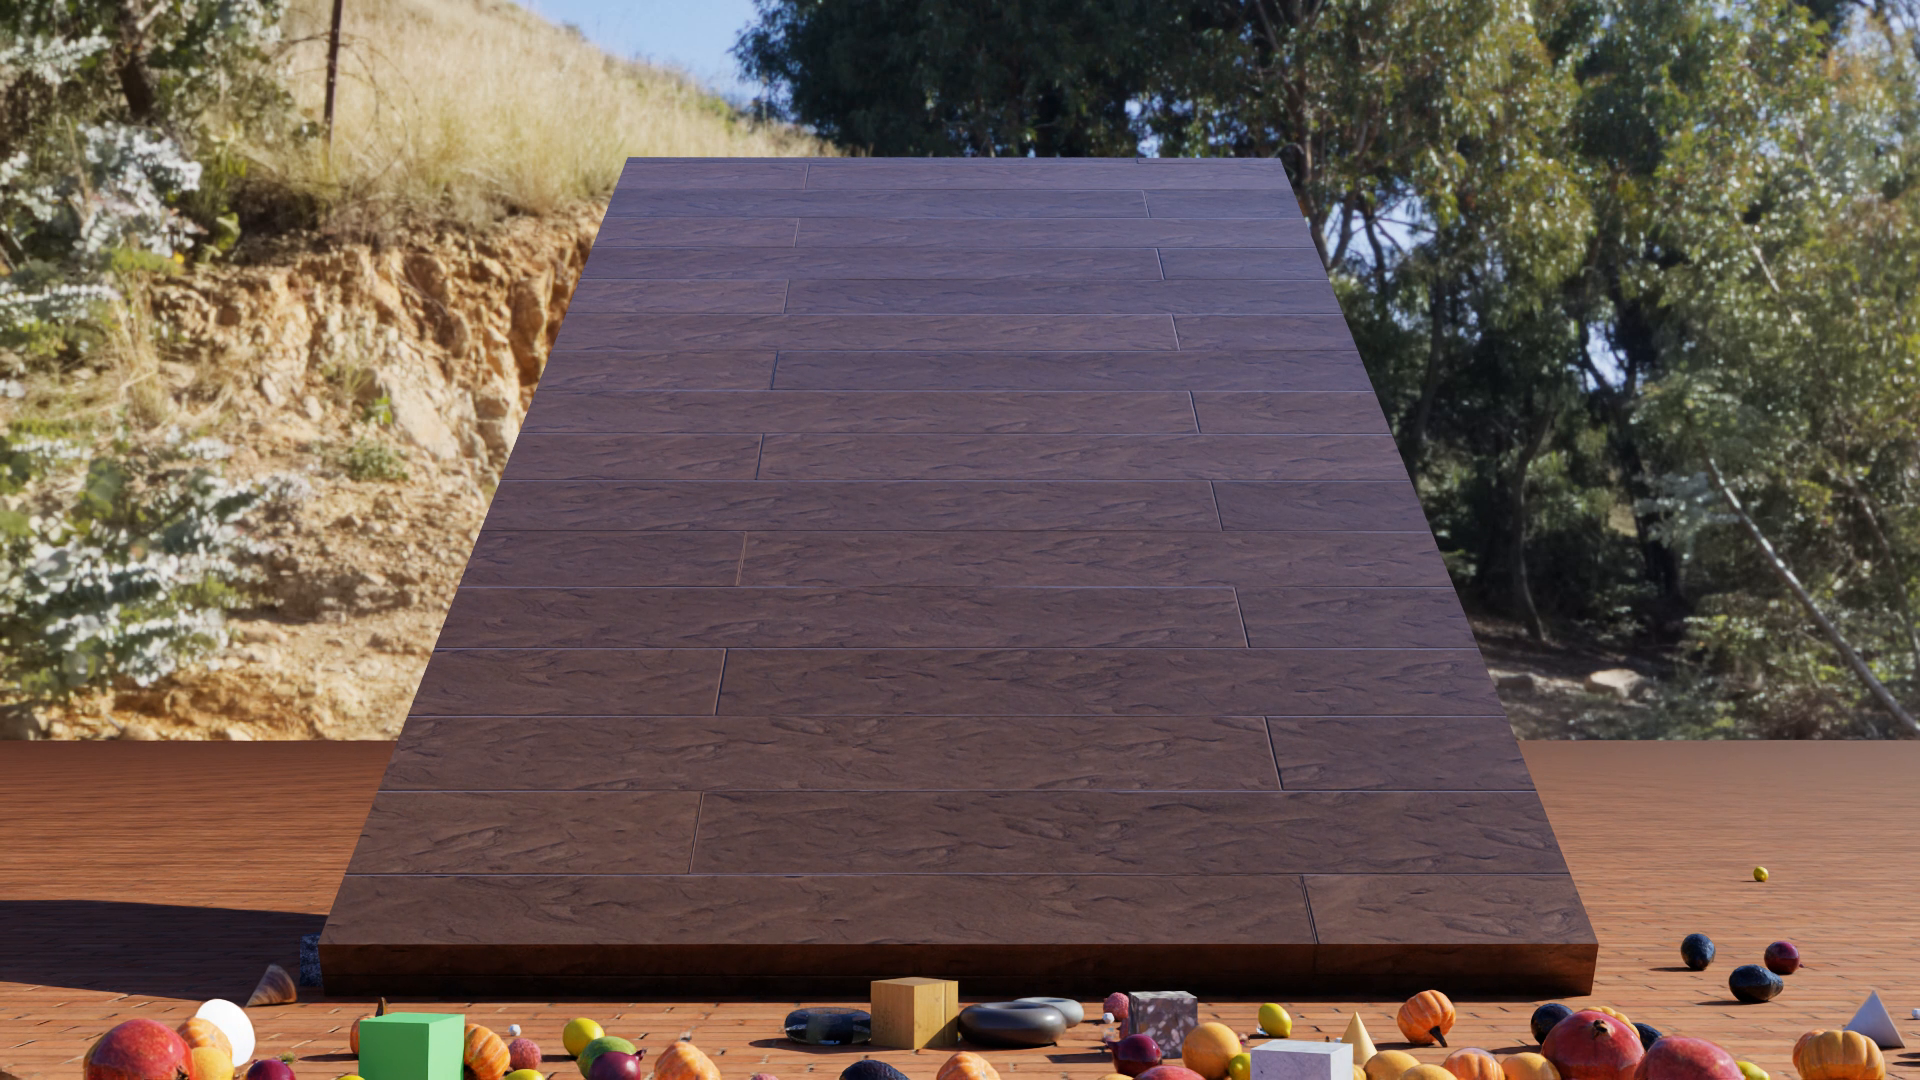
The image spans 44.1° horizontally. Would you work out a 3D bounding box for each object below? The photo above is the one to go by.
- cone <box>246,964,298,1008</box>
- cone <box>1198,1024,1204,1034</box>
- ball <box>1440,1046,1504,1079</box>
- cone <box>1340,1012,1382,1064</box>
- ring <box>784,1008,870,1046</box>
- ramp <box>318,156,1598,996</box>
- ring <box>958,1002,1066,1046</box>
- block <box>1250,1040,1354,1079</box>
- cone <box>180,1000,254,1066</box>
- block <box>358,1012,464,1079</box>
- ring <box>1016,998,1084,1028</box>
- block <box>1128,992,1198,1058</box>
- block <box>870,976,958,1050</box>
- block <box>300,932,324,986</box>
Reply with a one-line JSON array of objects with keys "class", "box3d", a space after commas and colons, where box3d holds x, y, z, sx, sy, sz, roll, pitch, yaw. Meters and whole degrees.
[{"class": "cone", "box3d": [-1.060, 0.693, 3.607, 0.070, 0.070, 0.070, -4, 20, 44]}, {"class": "cone", "box3d": [0.284, 0.629, 3.145, 0.066, 0.066, 0.066, -18, -4, -1]}, {"class": "ball", "box3d": [0.562, 0.592, 2.598, 0.069, 0.069, 0.069, 0, -5, 0]}, {"class": "cone", "box3d": [0.502, 0.628, 2.999, 0.063, 0.063, 0.063, 0, -5, 0]}, {"class": "ring", "box3d": [-0.175, 0.655, 3.189, 0.123, 0.041, 0.123, 1, -5, 0]}, {"class": "ramp", "box3d": [-0.010, -0.227, 5.503, 2.000, 0.100, 4.000, 0, 27, 0]}, {"class": "ring", "box3d": [0.069, 0.649, 3.175, 0.148, 0.049, 0.148, 0, -6, 0]}, {"class": "block", "box3d": [0.358, 0.573, 2.478, 0.086, 0.086, 0.086, -2, -5, 24]}, {"class": "cone", "box3d": [-0.952, 0.637, 2.976, 0.090, 0.090, 0.090, -32, -20, 25]}, {"class": "block", "box3d": [-0.629, 0.593, 2.719, 0.087, 0.087, 0.087, -1, -5, 15]}, {"class": "ring", "box3d": [0.121, 0.671, 3.362, 0.109, 0.036, 0.109, 1, -6, 0]}, {"class": "block", "box3d": [0.262, 0.626, 3.061, 0.076, 0.076, 0.076, 1, -5, -6]}, {"class": "block", "box3d": [-0.061, 0.631, 3.164, 0.082, 0.082, 0.082, -4, -6, 44]}, {"class": "block", "box3d": [-1.036, 0.693, 3.921, 0.082, 0.082, 0.082, -1, -5, 10]}]
